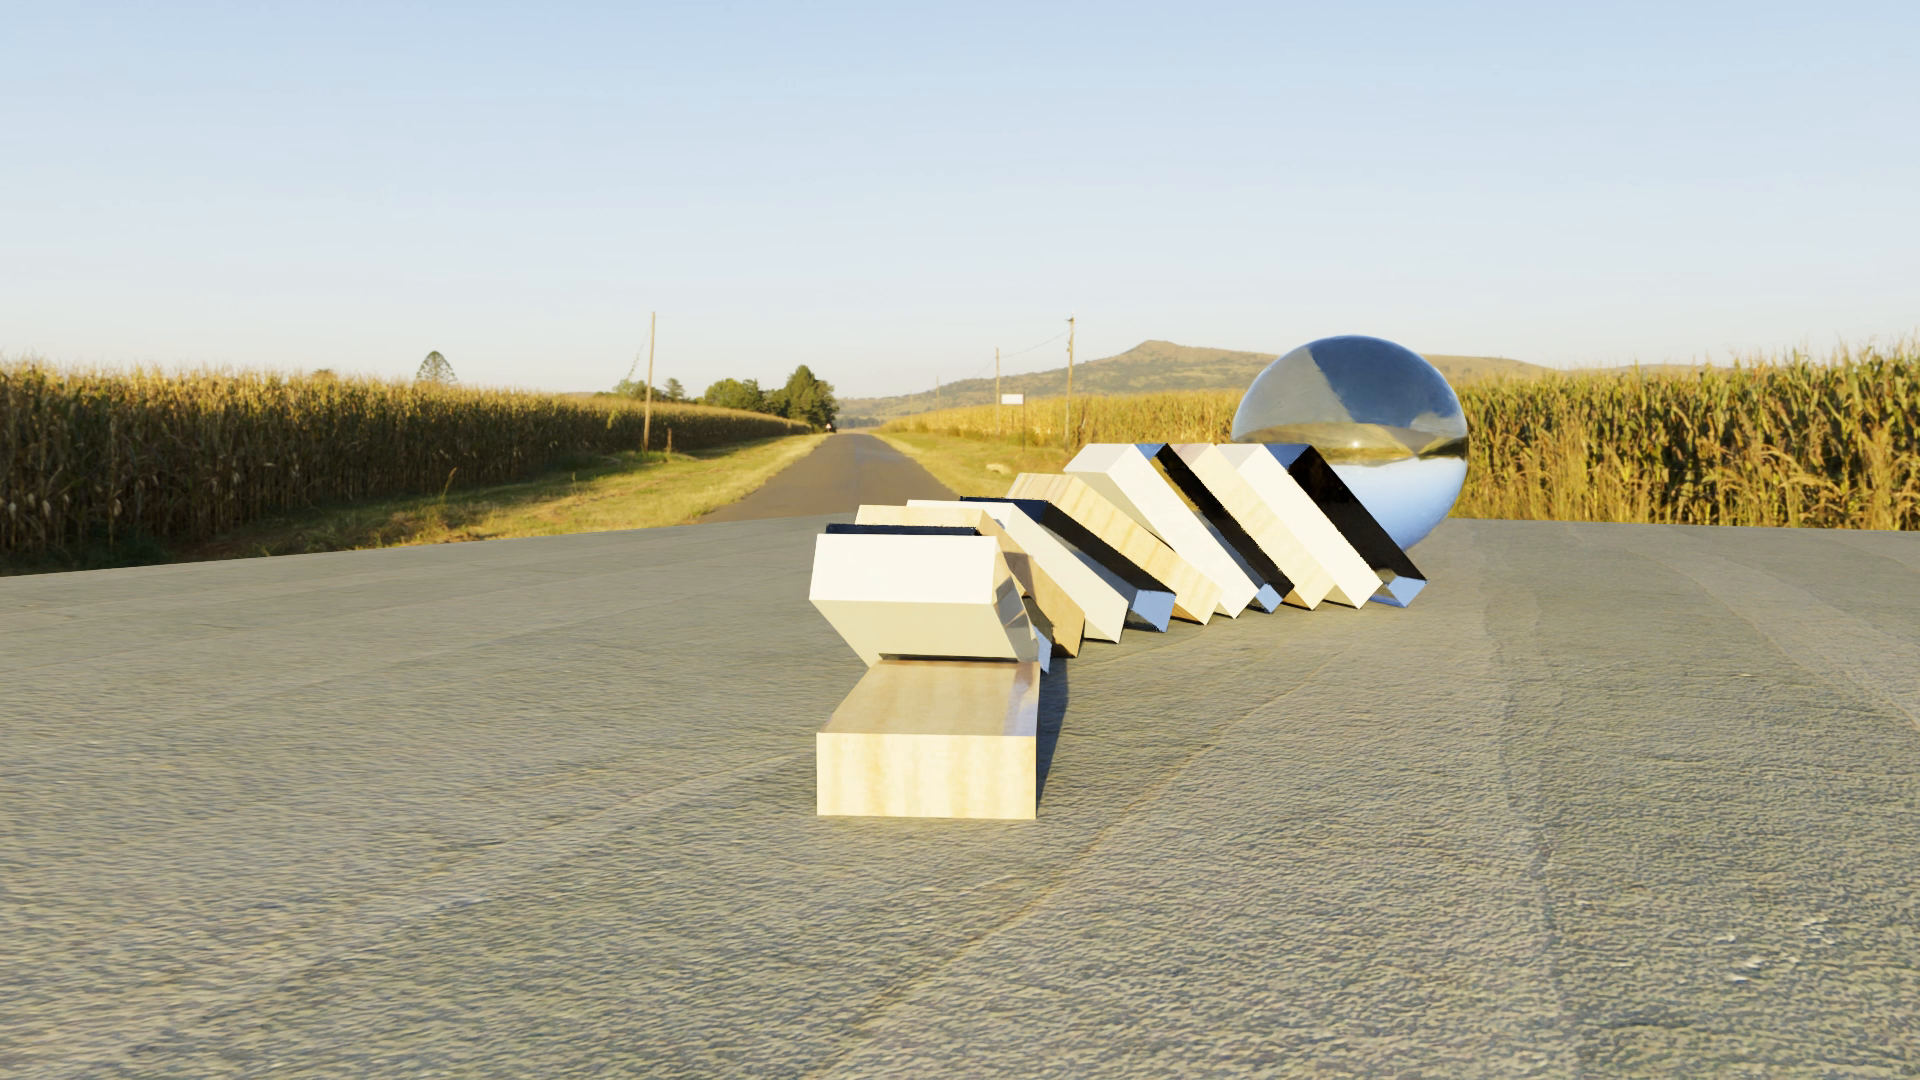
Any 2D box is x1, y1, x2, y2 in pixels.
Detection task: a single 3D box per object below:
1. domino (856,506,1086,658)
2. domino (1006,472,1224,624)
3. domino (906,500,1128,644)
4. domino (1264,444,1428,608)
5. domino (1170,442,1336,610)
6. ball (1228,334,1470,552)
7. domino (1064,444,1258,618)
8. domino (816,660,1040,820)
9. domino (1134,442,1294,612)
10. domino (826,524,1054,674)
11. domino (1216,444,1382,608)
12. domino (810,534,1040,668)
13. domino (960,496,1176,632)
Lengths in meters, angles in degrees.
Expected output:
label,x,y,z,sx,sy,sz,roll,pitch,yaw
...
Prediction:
label,x,y,z,sx,sy,sz,roll,pitch,yaw
domino,0.003,0.009,0.243,0.025,0.009,0.050,2,-23,29
domino,0.036,0.002,0.304,0.050,0.010,0.025,35,-12,-24
domino,0.012,0.007,0.264,0.025,0.010,0.050,3,-22,37
domino,0.099,-0.004,0.341,0.009,0.050,0.025,-46,13,-7
domino,0.073,-0.004,0.334,0.010,0.050,0.025,-46,12,-7
ball,0.134,-0.031,0.445,0.080,0.080,0.080,0,4,0
domino,0.050,-0.003,0.318,0.010,0.050,0.025,-46,17,-11
domino,-0.002,0.025,0.171,0.025,0.010,0.050,0,4,4
domino,0.061,-0.003,0.328,0.009,0.050,0.025,-46,12,-7
domino,-0.002,0.011,0.221,0.025,0.009,0.050,2,-21,20
domino,0.086,-0.004,0.338,0.010,0.050,0.025,-46,13,-7
domino,-0.003,0.013,0.196,0.025,0.009,0.050,1,-21,11
domino,0.023,0.006,0.284,0.025,0.009,0.050,4,-21,45
